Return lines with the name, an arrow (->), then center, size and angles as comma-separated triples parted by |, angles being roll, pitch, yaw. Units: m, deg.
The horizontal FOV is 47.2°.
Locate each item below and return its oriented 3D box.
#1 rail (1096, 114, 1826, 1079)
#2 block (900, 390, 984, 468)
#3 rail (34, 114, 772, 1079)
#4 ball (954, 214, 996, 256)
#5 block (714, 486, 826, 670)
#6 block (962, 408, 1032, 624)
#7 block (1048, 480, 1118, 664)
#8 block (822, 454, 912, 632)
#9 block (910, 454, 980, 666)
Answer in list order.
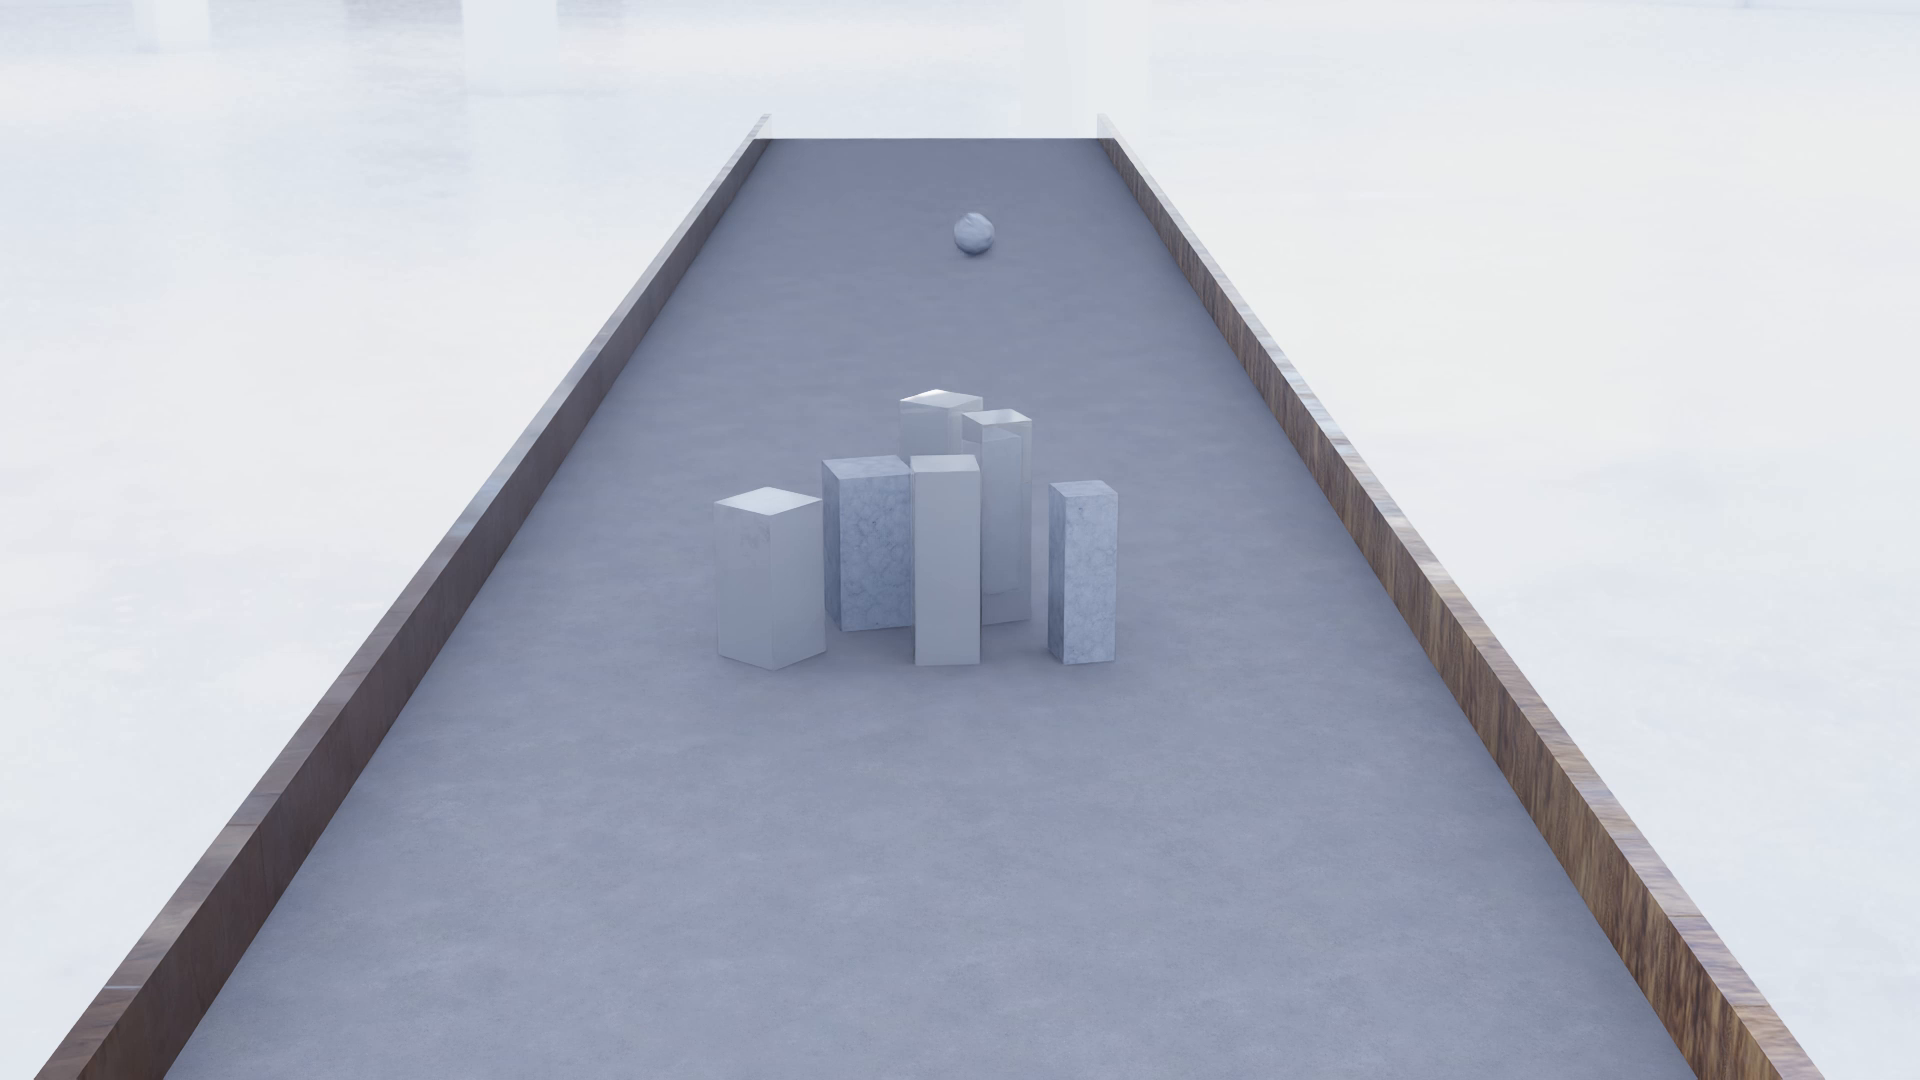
rail -> 0.932, -0.844, 7.801 | 0.050, 0.150, 12.000 | 0, 17, -1
block -> -0.041, -0.115, 4.894 | 0.131, 0.409, 0.131 | 12, 20, 34
rail -> -1.118, -0.838, 7.780 | 0.050, 0.150, 12.000 | 0, 17, -1
ball -> 0.060, -1.286, 9.244 | 0.175, 0.175, 0.175 | 0, 17, 0
block -> -0.381, 0.075, 4.413 | 0.153, 0.320, 0.153 | 13, 21, 37
block -> 0.076, -0.049, 4.633 | 0.112, 0.433, 0.112 | -7, 18, -21
block -> 0.245, 0.064, 4.403 | 0.107, 0.347, 0.107 | -4, 17, -14
block -> -0.192, 0.005, 4.631 | 0.161, 0.329, 0.161 | -5, 17, -15
block -> -0.030, 0.040, 4.393 | 0.128, 0.399, 0.128 | -1, 17, -5
